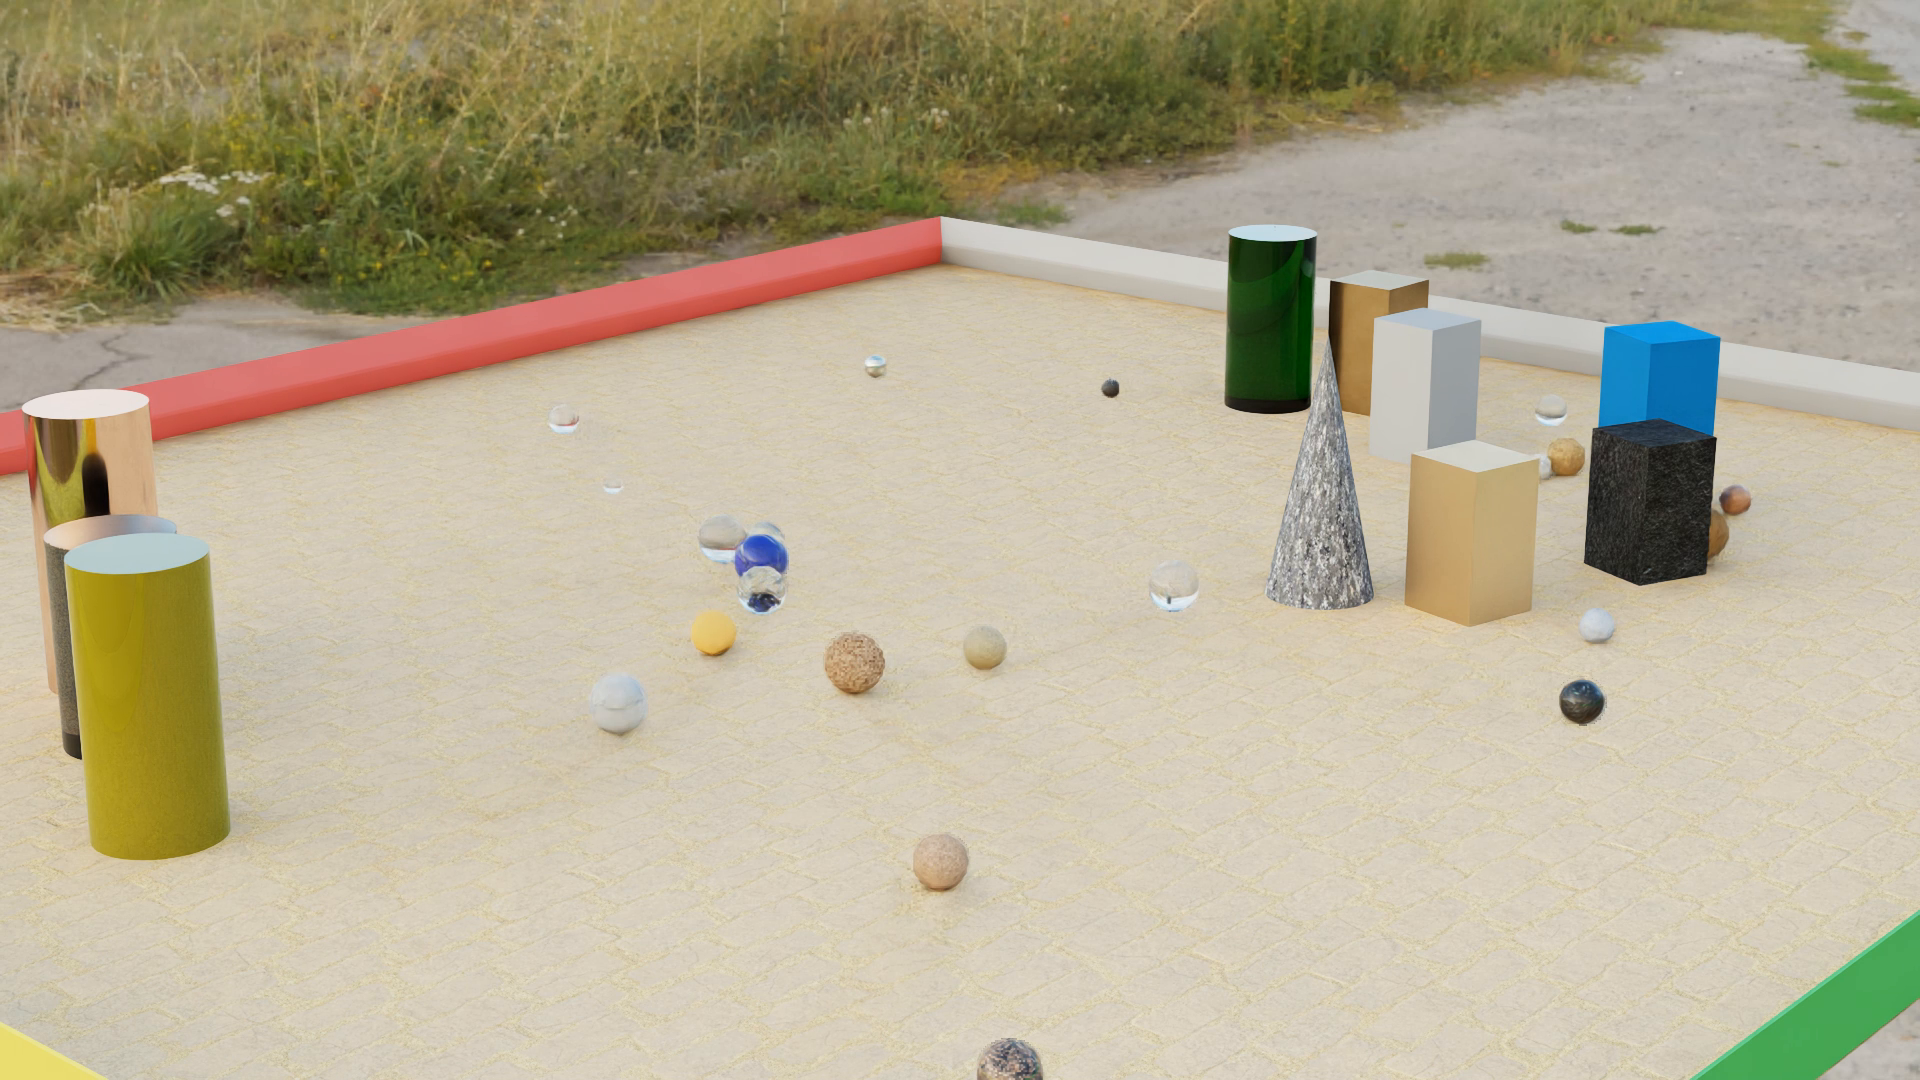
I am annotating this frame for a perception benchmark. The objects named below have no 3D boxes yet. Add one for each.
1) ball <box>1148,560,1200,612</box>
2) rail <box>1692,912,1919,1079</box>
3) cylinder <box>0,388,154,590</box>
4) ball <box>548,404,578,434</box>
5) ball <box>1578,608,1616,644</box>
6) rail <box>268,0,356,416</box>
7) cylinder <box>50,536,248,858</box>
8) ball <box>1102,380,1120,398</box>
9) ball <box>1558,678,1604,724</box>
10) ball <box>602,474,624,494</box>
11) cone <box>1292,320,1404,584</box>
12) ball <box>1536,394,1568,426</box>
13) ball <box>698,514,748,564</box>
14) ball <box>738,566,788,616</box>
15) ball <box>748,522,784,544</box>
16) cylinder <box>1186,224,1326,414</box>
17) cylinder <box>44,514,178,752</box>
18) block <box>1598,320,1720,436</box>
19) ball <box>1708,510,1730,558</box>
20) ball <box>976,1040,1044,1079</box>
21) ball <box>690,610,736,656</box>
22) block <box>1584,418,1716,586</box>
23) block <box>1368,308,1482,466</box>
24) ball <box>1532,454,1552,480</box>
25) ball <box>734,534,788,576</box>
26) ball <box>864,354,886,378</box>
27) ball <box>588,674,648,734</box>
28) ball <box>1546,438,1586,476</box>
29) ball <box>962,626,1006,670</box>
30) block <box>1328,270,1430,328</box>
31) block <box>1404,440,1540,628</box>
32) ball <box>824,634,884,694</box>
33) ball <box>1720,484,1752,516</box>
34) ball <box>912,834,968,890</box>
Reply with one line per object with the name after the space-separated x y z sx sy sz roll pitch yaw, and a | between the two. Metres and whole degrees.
0.366 0.079 5.026 0.088 0.088 0.088 0 17 0 | ball
1.455 0.396 3.911 0.045 0.124 4.332 14 22 39 | rail
-1.362 0.006 4.633 0.191 0.456 0.191 -16 6 2 | cylinder
-0.834 -0.253 6.169 0.064 0.064 0.064 0 17 0 | ball
1.057 0.143 4.867 0.059 0.059 0.059 0 17 0 | ball
-1.467 -0.335 6.331 0.045 4.332 0.124 -7 35 -34 | rail
-1.114 0.213 4.027 0.191 0.409 0.191 11 1 0 | cylinder
0.333 -0.335 6.480 0.041 0.041 0.041 0 17 0 | ball
0.954 0.248 4.501 0.069 0.069 0.069 0 17 0 | ball
-0.678 -0.110 5.735 0.041 0.041 0.041 0 17 0 | ball
0.629 -0.129 5.067 0.191 0.463 0.191 7 24 -3 | cone
1.258 -0.275 6.232 0.068 0.068 0.068 0 17 0 | ball
-0.428 -0.002 5.283 0.089 0.089 0.089 0 17 0 | ball
-0.338 0.086 5.010 0.085 0.085 0.085 0 17 0 | ball
-0.355 0.002 5.316 0.068 0.068 0.068 0 17 0 | ball
0.675 -0.481 6.379 0.191 0.191 0.379 -18 69 -46 | cylinder
-1.258 0.146 4.390 0.191 0.329 0.191 0 17 0 | cylinder
1.315 -0.217 5.540 0.153 0.359 0.153 -6 18 -20 | block
1.347 -0.013 5.320 0.094 0.094 0.094 0 17 0 | ball
0.056 0.604 3.307 0.078 0.078 0.078 0 17 0 | ball
-0.404 0.152 4.808 0.075 0.075 0.075 0 17 0 | ball
1.231 -0.069 5.233 0.153 0.252 0.153 -9 19 -26 | block
0.947 -0.310 5.973 0.153 0.286 0.153 -14 22 -39 | block
1.151 -0.145 5.831 0.053 0.053 0.053 0 17 0 | ball
-0.351 0.035 5.160 0.095 0.095 0.095 0 17 0 | ball
-0.192 -0.395 6.661 0.052 0.052 0.052 0 17 0 | ball
-0.520 0.249 4.459 0.090 0.090 0.090 0 17 0 | ball
1.210 -0.166 5.858 0.078 0.078 0.078 0 17 0 | ball
0.040 0.175 4.738 0.072 0.072 0.072 0 17 0 | ball
0.905 -0.426 6.363 0.153 0.282 0.153 15 22 40 | block
0.875 -0.013 5.015 0.153 0.271 0.153 -12 21 -35 | block
-0.167 0.195 4.632 0.095 0.095 0.095 0 17 0 | ball
1.480 -0.077 5.593 0.060 0.060 0.060 0 17 0 | ball
-0.026 0.428 3.895 0.075 0.075 0.075 0 17 0 | ball
